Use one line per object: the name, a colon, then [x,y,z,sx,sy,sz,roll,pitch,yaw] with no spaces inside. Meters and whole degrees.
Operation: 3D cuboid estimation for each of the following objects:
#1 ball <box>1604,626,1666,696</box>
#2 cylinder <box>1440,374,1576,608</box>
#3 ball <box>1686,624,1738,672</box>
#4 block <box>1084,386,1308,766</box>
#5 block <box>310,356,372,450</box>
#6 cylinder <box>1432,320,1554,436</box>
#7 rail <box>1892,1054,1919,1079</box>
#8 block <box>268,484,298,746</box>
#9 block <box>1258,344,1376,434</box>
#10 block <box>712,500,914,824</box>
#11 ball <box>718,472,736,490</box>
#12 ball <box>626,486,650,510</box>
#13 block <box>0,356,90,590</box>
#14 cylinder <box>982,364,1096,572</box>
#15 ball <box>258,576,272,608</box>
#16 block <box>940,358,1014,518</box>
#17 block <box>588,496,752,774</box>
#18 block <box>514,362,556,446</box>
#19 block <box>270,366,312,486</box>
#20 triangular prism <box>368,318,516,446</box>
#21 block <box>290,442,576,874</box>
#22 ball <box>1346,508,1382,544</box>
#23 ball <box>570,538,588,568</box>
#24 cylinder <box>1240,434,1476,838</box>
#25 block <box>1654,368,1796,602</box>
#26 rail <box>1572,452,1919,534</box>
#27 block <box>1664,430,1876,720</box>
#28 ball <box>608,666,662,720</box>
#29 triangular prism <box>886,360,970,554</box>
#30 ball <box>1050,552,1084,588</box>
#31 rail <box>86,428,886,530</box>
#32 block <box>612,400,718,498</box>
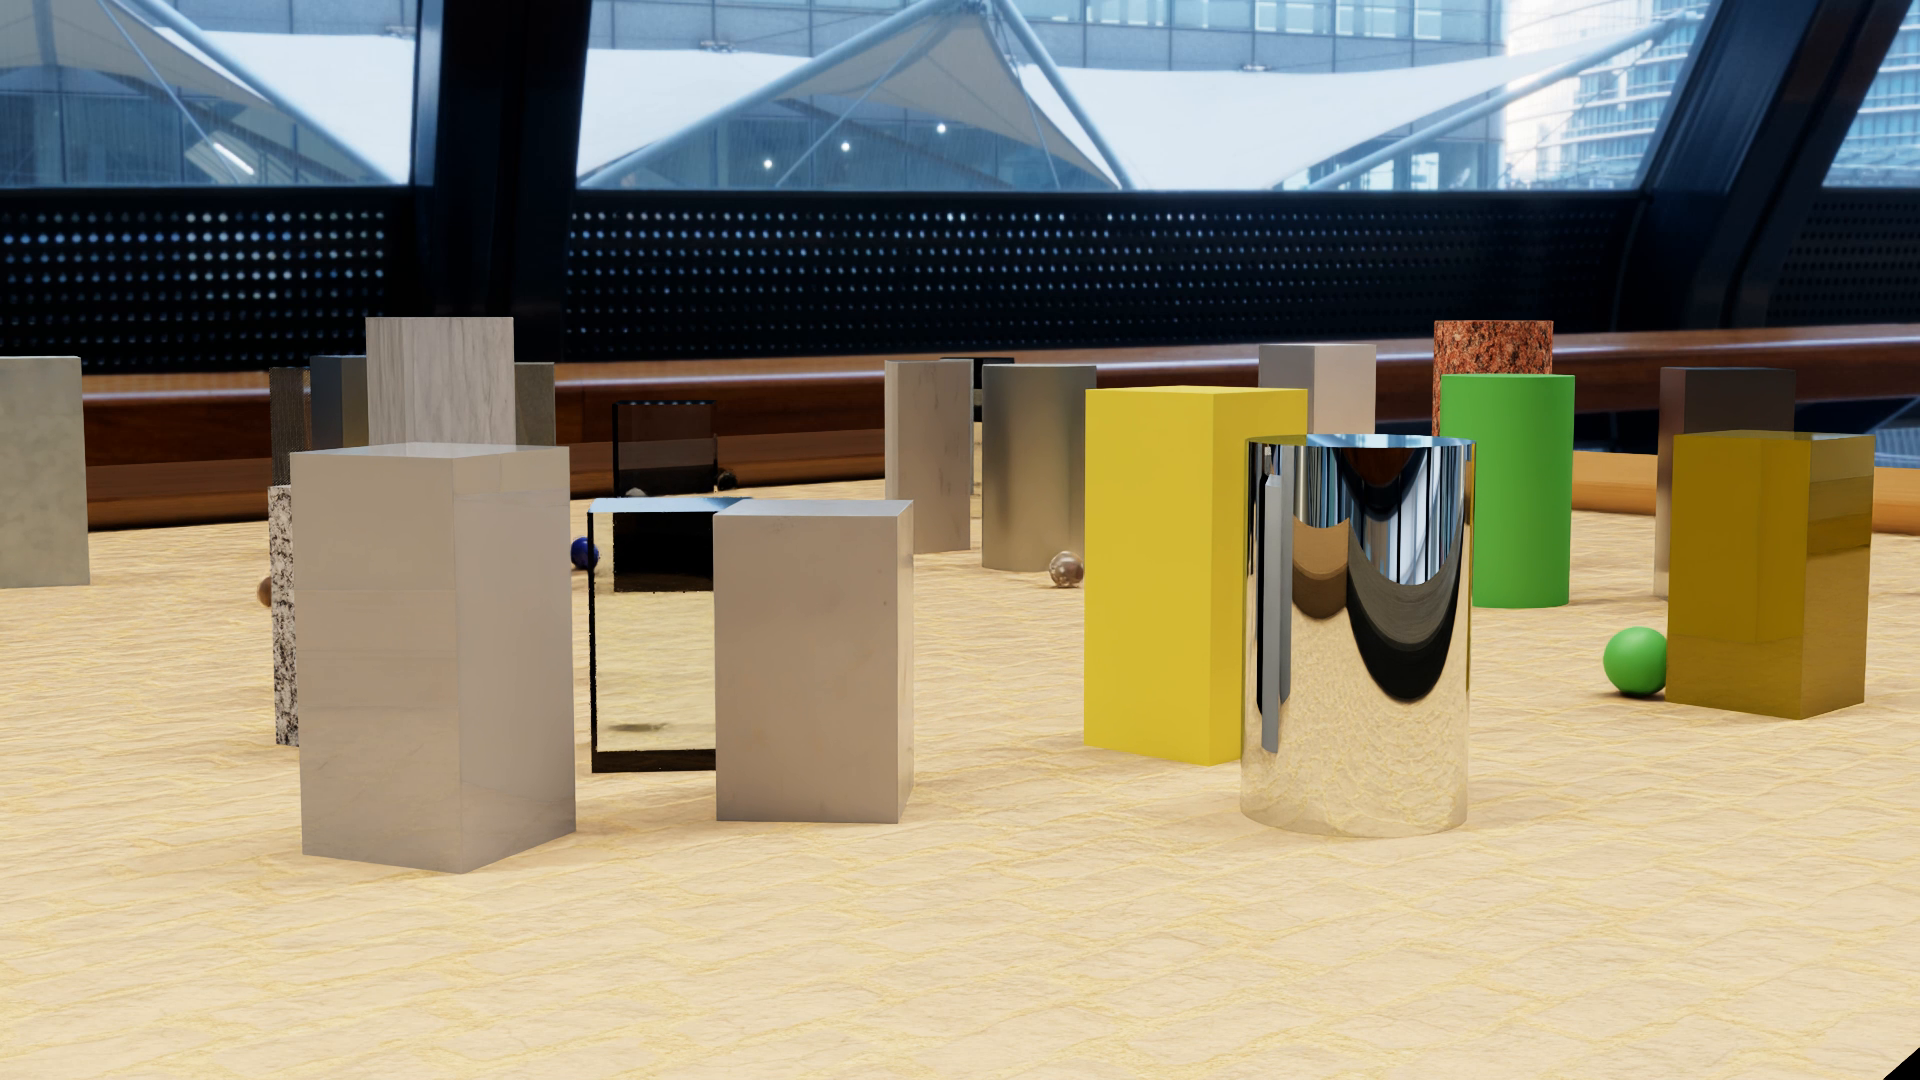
ball: [0.788,0.141,2.550,0.081,0.081,0.081,0,6,0]
cylinder: [0.839,-0.080,3.385,0.200,0.346,0.200,0,6,0]
ball: [0.933,0.133,2.726,0.060,0.060,0.060,0,6,0]
block: [0.240,0.029,2.250,0.160,0.365,0.160,6,8,43]
block: [-0.901,-0.097,3.415,0.160,0.376,0.160,-4,7,-33]
cylinder: [0.920,-0.165,3.815,0.200,0.428,0.200,0,6,0]
rail: [1.362,0.187,1.863,4.252,0.130,0.045,-5,8,-42]
block: [-0.597,0.075,2.285,0.160,0.266,0.160,3,7,30]
block: [0.696,-0.192,4.302,0.160,0.380,0.160,-4,7,-34]
block: [-0.128,0.105,1.987,0.160,0.270,0.160,0,6,4]
ball: [-0.581,-0.147,5.482,0.048,0.048,0.048,0,6,0]
ball: [-0.727,-0.095,4.953,0.053,0.053,0.053,0,6,0]
block: [-1.526,-0.115,3.610,0.160,0.369,0.160,-3,7,-25]
cylinder: [0.138,-0.130,3.845,0.200,0.351,0.200,0,6,0]
ball: [-1.026,0.078,3.299,0.051,0.051,0.051,0,6,0]
block: [0.038,-0.225,4.798,0.160,0.343,0.160,0,6,1]
block: [-0.285,0.090,2.200,0.160,0.253,0.160,-1,6,-6]
block: [-0.768,-0.121,3.736,0.160,0.356,0.160,-1,6,-9]
block: [-1.159,-0.148,4.069,0.160,0.342,0.160,5,8,42]
triangular prism: [-0.643,-0.045,2.613,0.150,0.437,0.173,4,7,31]
block: [-0.435,0.090,1.832,0.160,0.331,0.160,3,6,24]
ball: [0.779,-0.029,4.237,0.069,0.069,0.069,0,6,0]
ball: [-0.651,0.022,3.814,0.055,0.055,0.055,0,6,0]
cylinder: [0.351,0.078,1.946,0.200,0.332,0.200,0,6,0]
block: [1.166,-0.083,3.362,0.160,0.358,0.160,0,6,5]
rail: [1.545,-0.114,4.750,0.045,0.130,4.065,-5,8,-42]
block: [0.919,0.033,2.498,0.160,0.306,0.160,-6,8,-44]
ball: [-0.355,0.167,2.403,0.058,0.058,0.058,0,6,0]
triangular prism: [-0.094,-0.158,4.115,0.173,0.352,0.150,-4,7,-37]
ball: [0.174,0.047,3.555,0.059,0.059,0.059,0,6,0]
rail: [-1.362,-0.119,4.800,4.252,0.130,0.045,-5,8,-42]
block: [-0.482,-0.078,3.615,0.160,0.296,0.160,0,6,-4]
